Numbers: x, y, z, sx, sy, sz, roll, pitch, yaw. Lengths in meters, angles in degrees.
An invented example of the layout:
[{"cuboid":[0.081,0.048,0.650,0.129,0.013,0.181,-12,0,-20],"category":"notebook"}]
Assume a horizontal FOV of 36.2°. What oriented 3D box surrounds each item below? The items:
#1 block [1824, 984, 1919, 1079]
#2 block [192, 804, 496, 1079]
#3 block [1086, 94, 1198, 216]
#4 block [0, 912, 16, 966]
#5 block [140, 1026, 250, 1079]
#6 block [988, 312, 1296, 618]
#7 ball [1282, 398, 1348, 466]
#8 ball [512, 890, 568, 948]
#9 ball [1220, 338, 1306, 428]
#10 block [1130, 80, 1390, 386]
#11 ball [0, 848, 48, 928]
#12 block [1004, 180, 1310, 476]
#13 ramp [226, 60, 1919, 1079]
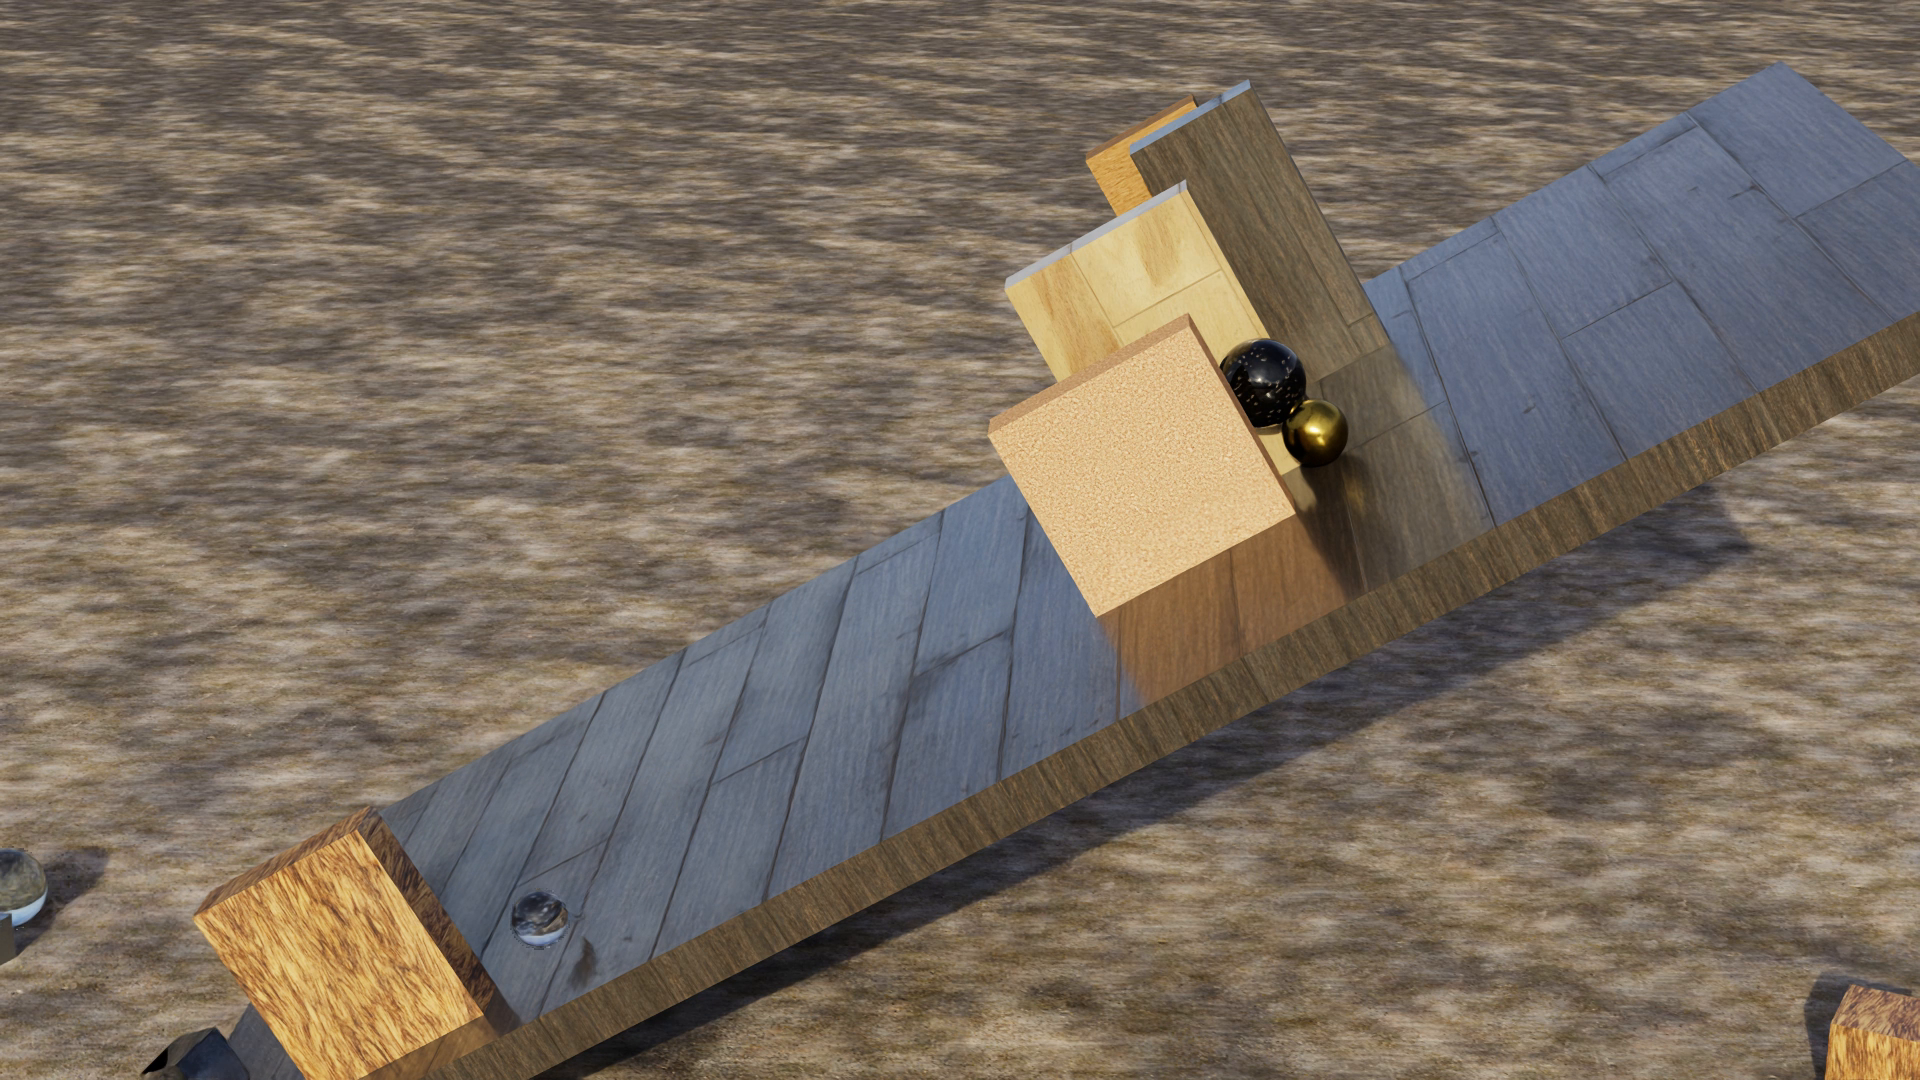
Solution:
[{"cuboid":[2.011,1.123,6.400,0.206,0.206,0.206,9,21,26],"category":"block"},{"cuboid":[-1.202,0.807,5.757,0.388,0.446,0.122,-28,15,12],"category":"block"},{"cuboid":[0.566,-0.671,6.744,0.277,0.638,0.094,-28,15,12],"category":"block"},{"cuboid":[-2.349,0.958,7.043,0.112,0.112,0.112,10,21,28],"category":"block"},{"cuboid":[-1.600,1.119,6.154,0.130,0.130,0.130,-20,18,37],"category":"block"},{"cuboid":[0.360,-0.147,5.820,0.449,0.434,0.114,-28,15,12],"category":"block"},{"cuboid":[0.717,-0.218,5.939,0.135,0.135,0.135,0,18,0],"category":"ball"},{"cuboid":[-0.839,0.755,5.870,0.113,0.113,0.113,0,18,0],"category":"ball"},{"cuboid":[0.603,-0.315,5.890,0.181,0.181,0.181,0,18,0],"category":"ball"},{"cuboid":[0.661,-0.653,6.479,0.297,0.645,0.115,-28,15,12],"category":"block"},{"cuboid":[-2.342,0.855,7.221,0.195,0.195,0.195,0,18,0],"category":"ball"},{"cuboid":[0.428,-0.363,6.033,0.420,0.617,0.101,-28,15,12],"category":"block"},{"cuboid":[0.142,0.168,6.284,4.000,0.100,2.000,-28,15,12],"category":"ramp"}]
